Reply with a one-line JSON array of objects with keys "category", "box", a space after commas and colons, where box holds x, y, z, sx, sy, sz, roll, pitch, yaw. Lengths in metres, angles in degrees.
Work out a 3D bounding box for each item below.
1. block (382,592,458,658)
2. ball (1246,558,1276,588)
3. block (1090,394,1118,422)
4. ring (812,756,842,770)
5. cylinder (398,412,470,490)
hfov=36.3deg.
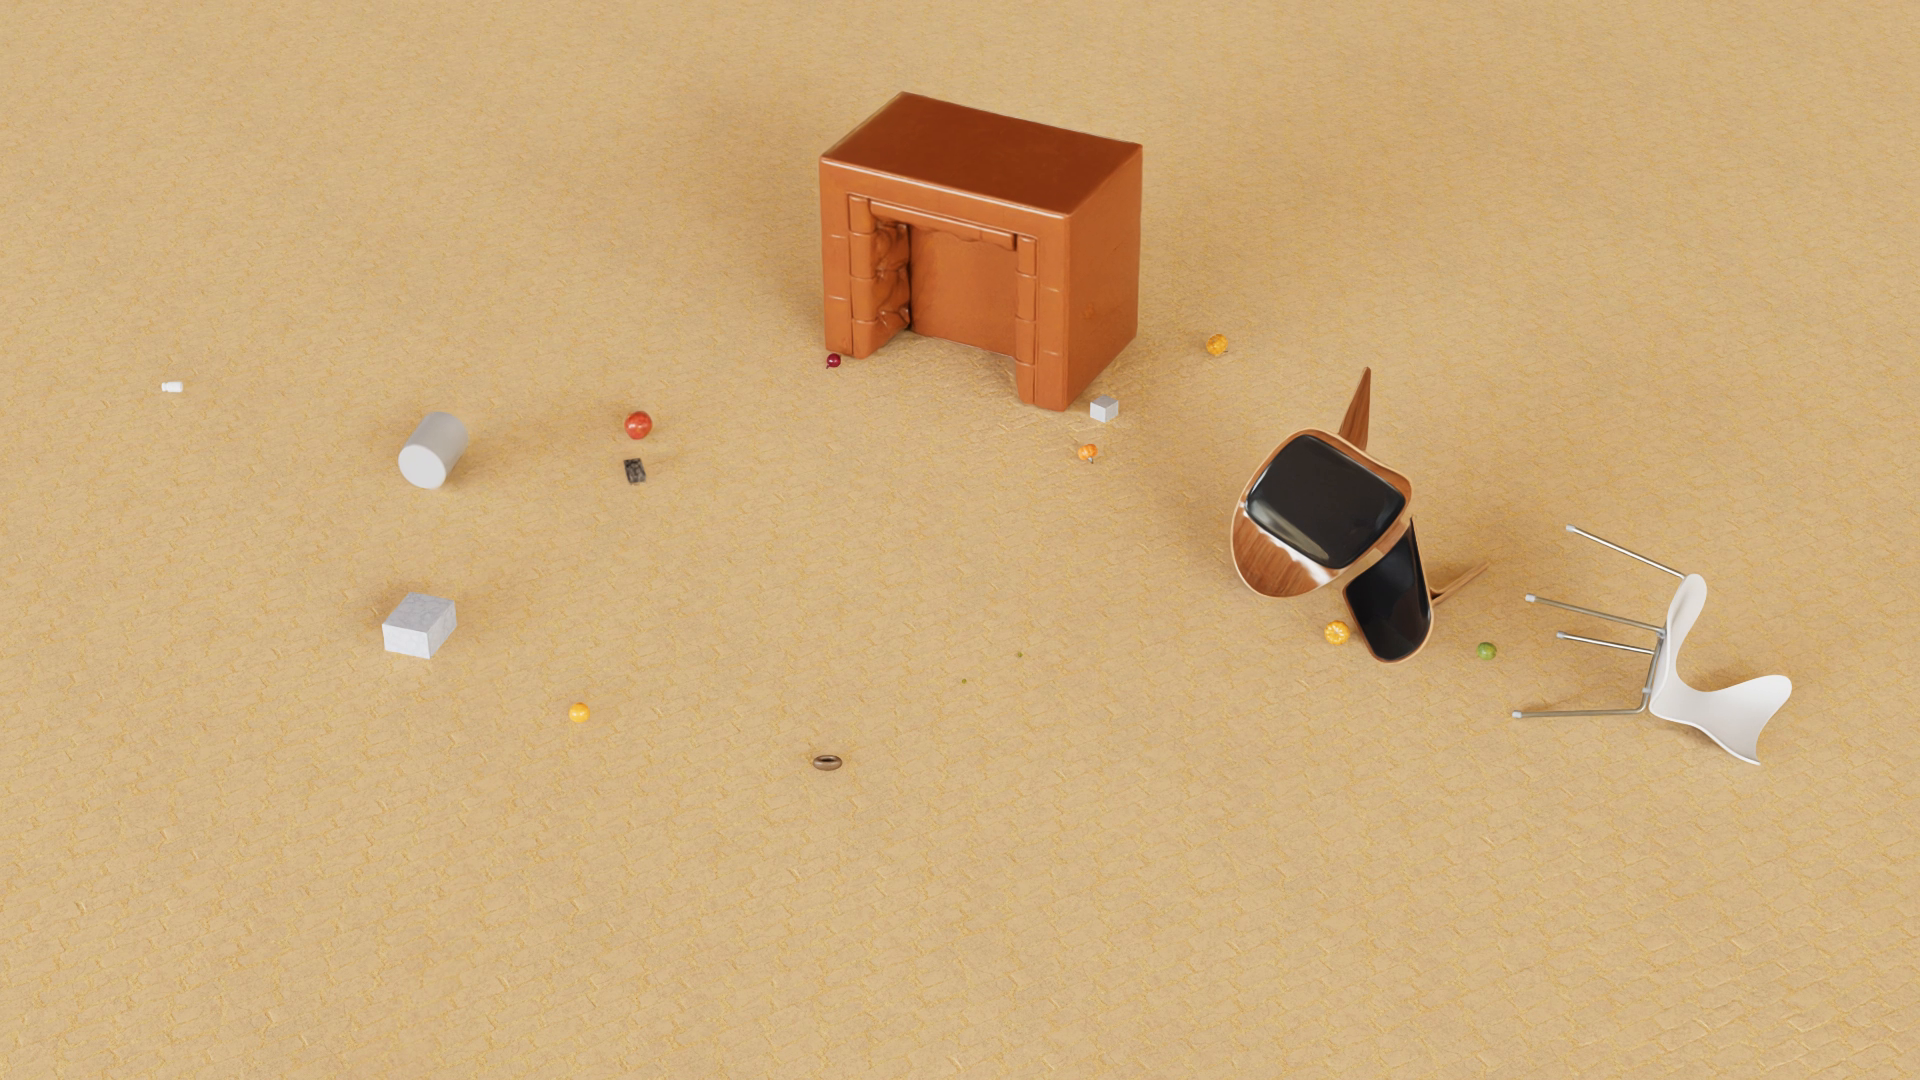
[{"category": "block", "box": [-1.913, 0.301, 10.385, 0.173, 0.112, 0.213, 10, 35, 15]}, {"category": "ball", "box": [1.091, 0.121, 10.662, 0.109, 0.109, 0.109, 0, 33, 0]}, {"category": "block", "box": [0.575, -0.523, 11.679, 0.075, 0.066, 0.084, 26, 41, 34]}, {"category": "ring", "box": [-0.442, 0.743, 9.784, 0.101, 0.036, 0.053, -1, 35, 0]}, {"category": "cylinder", "box": [-2.025, -0.346, 11.292, 0.183, 0.199, 0.257, -19, 26, 25]}]
